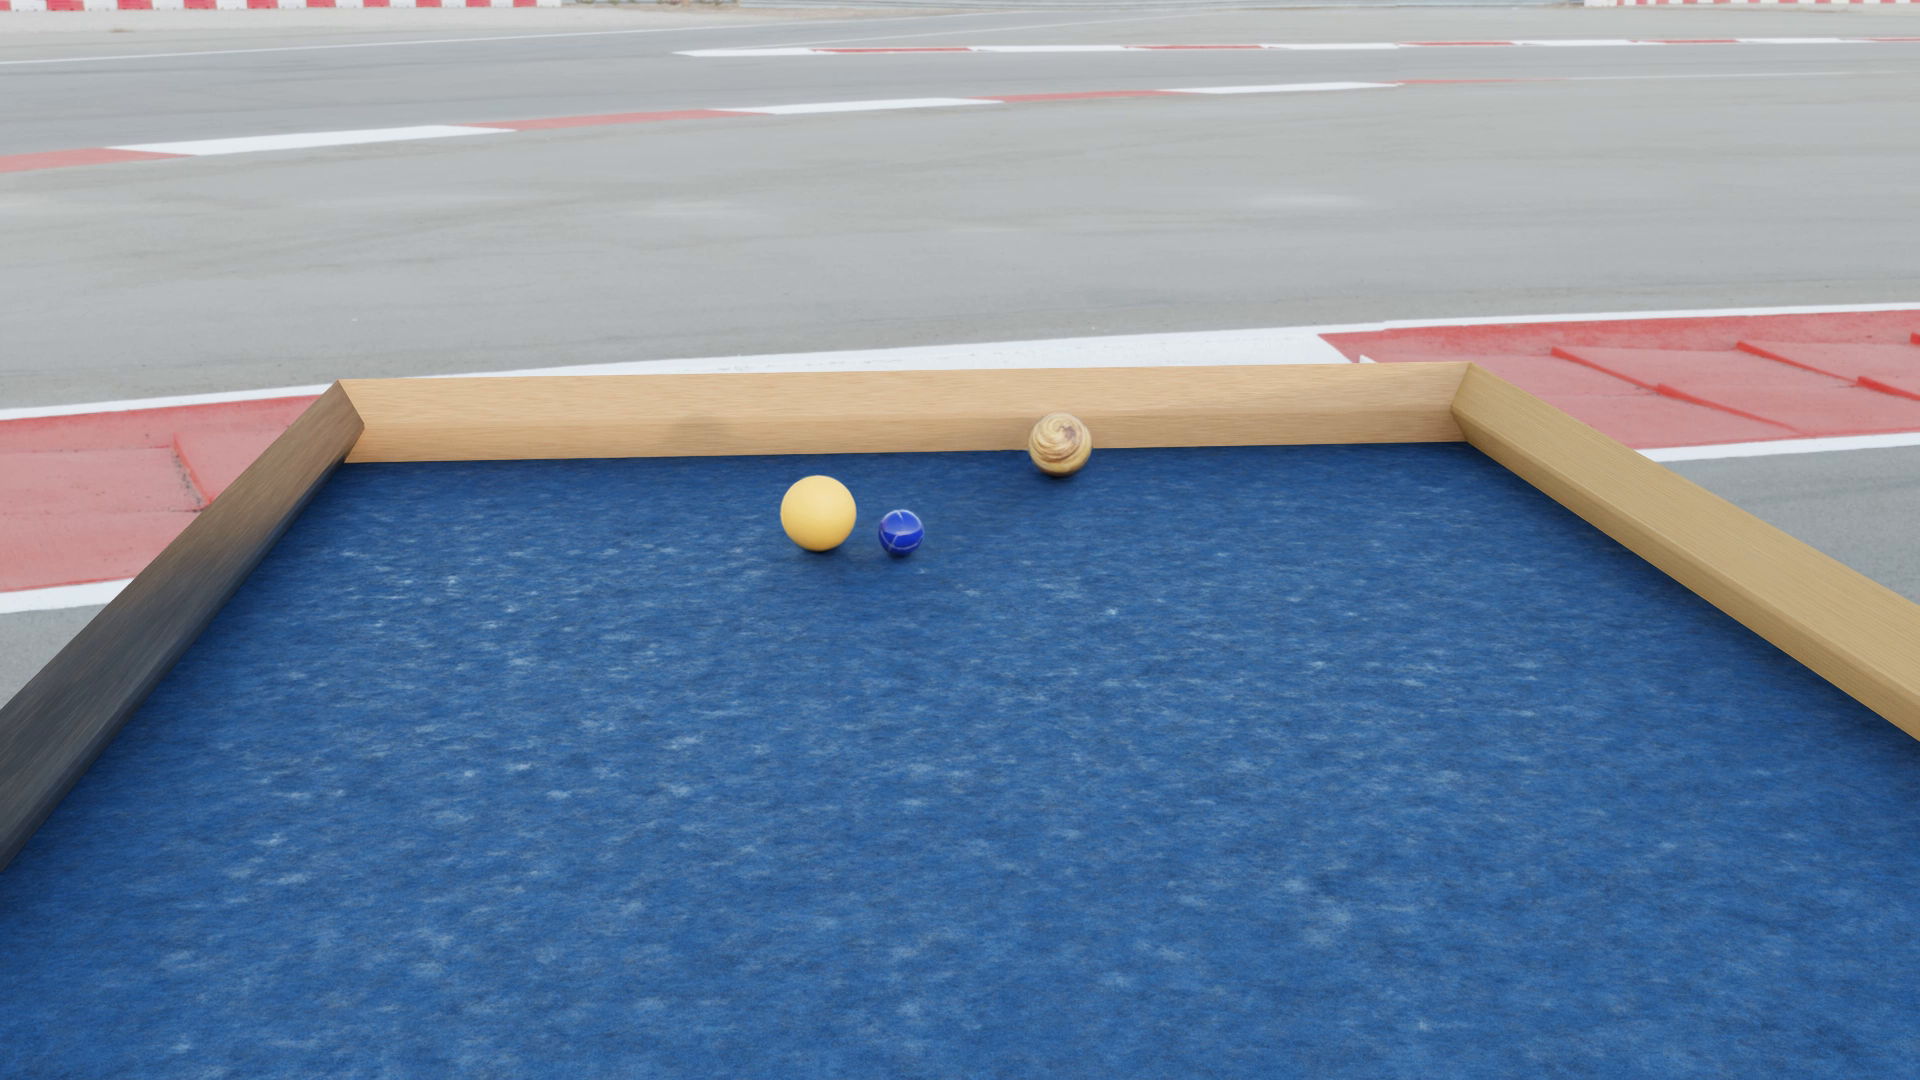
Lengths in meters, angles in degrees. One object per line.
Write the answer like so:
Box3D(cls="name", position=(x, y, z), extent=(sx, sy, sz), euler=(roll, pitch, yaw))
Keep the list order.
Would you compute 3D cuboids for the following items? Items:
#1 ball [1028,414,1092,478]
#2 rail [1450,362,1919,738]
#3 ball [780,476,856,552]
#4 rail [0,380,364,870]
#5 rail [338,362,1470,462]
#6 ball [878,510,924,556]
Box3D(cls="ball", position=(0.150, -0.141, 3.299), extent=(0.096, 0.096, 0.096), euler=(0, 15, 0))
Box3D(cls="rail", position=(0.934, 0.152, 2.098), extent=(0.045, 0.129, 3.008), euler=(-1, 15, -5))
Box3D(cls="ball", position=(-0.186, -0.034, 2.880), extent=(0.099, 0.099, 0.099), euler=(0, 15, 0))
Box3D(cls="rail", position=(-0.799, 0.191, 1.946), extent=(0.045, 0.129, 3.008), euler=(-1, 15, -5))
Box3D(cls="rail", position=(-0.065, -0.198, 3.449), extent=(1.788, 0.129, 0.045), euler=(-1, 15, -5))
Box3D(cls="ball", position=(-0.077, -0.009, 2.861), extent=(0.060, 0.060, 0.060), euler=(0, 15, 0))
